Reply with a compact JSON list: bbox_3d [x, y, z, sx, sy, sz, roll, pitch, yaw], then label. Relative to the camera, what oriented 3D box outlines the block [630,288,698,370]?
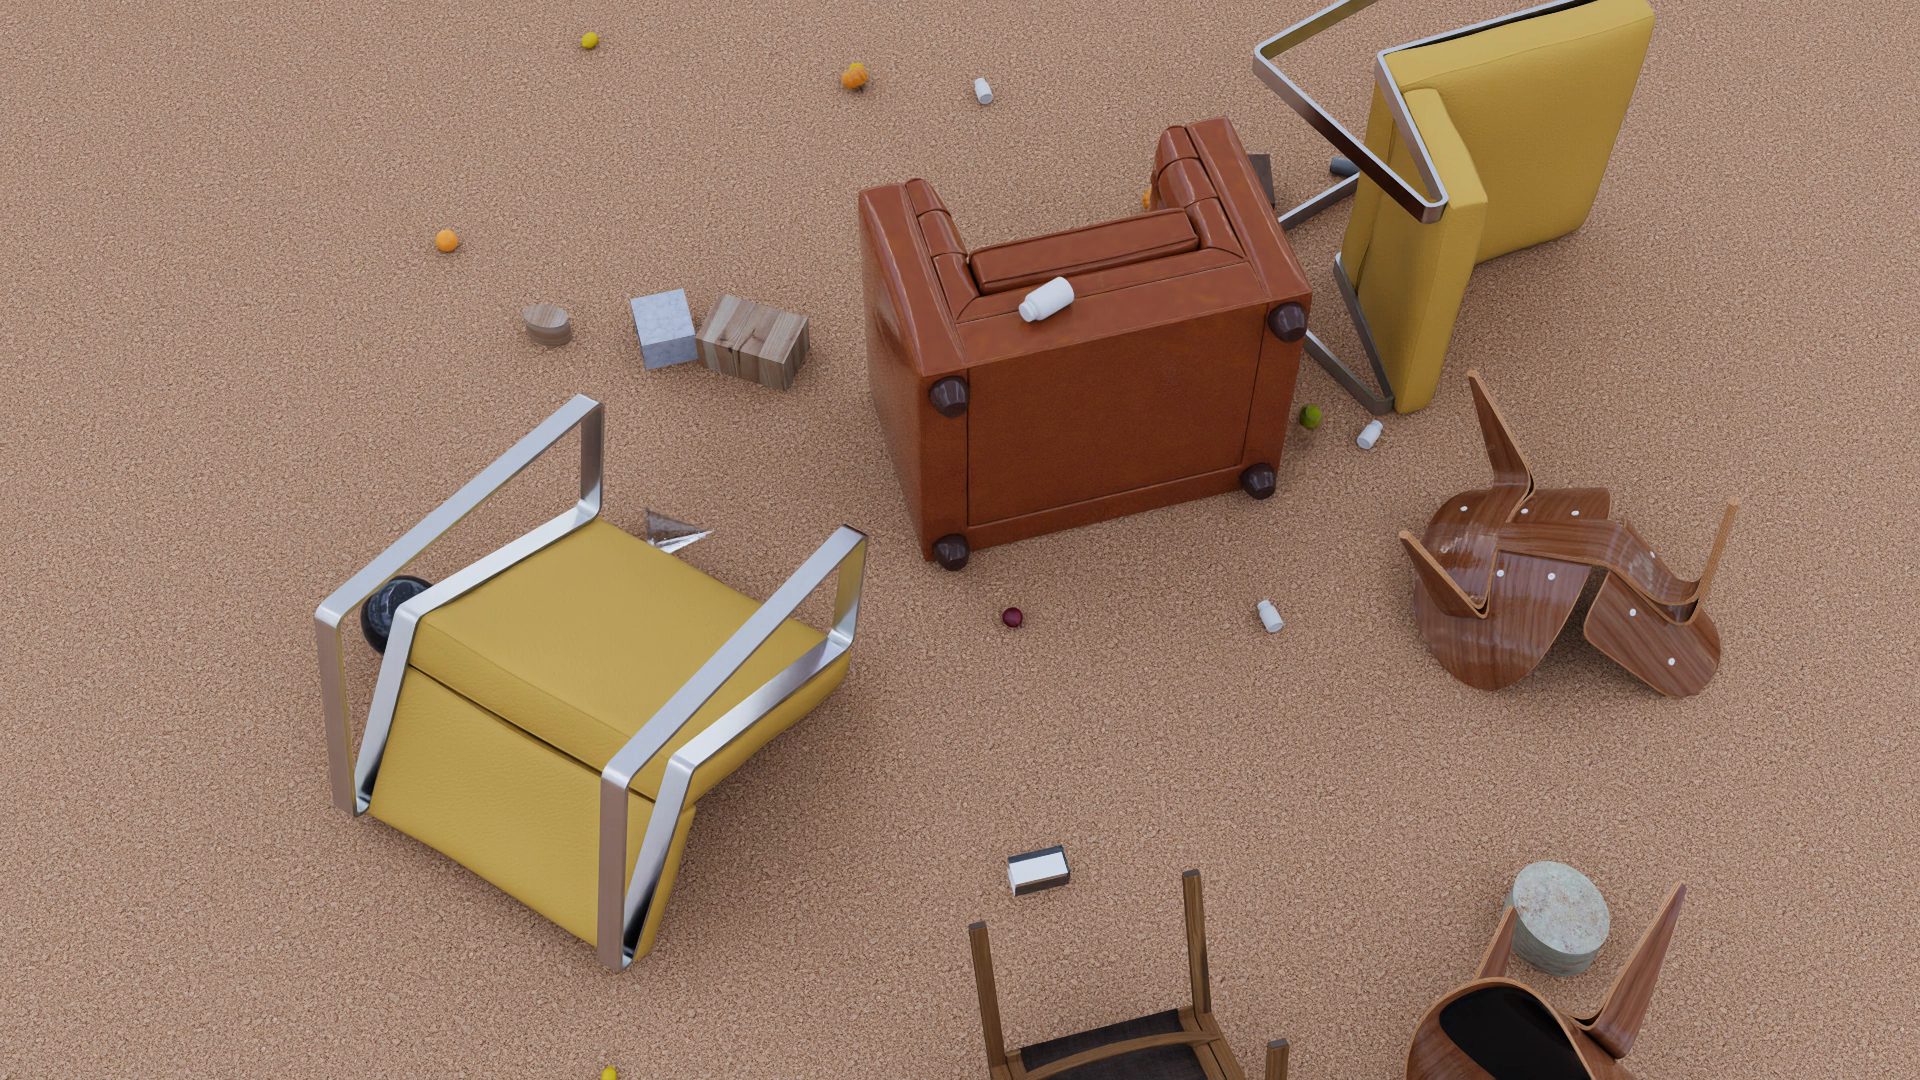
[{"bbox_3d":[-0.933,-0.666,6.948,0.170,0.121,0.195,-13,57,-9],"label":"block"}]

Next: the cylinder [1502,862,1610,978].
[{"bbox_3d":[1.572,1.001,5.812,0.230,0.150,0.276,-27,60,-17],"label":"cylinder"}]

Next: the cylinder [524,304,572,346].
[{"bbox_3d":[-1.307,-0.681,6.974,0.147,0.094,0.092,12,57,8],"label":"cylinder"}]

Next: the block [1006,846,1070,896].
[{"bbox_3d":[0.211,0.892,5.930,0.152,0.075,0.082,-12,57,-8],"label":"block"}]

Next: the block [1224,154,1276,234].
[{"bbox_3d":[0.955,-1.142,7.254,0.135,0.143,0.218,0,56,0],"label":"block"}]

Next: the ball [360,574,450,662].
[{"bbox_3d":[-1.585,0.222,6.276,0.248,0.248,0.248,0,56,0],"label":"ball"}]

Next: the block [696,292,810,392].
[{"bbox_3d":[-0.649,-0.621,6.906,0.298,0.141,0.195,17,58,11],"label":"block"}]
